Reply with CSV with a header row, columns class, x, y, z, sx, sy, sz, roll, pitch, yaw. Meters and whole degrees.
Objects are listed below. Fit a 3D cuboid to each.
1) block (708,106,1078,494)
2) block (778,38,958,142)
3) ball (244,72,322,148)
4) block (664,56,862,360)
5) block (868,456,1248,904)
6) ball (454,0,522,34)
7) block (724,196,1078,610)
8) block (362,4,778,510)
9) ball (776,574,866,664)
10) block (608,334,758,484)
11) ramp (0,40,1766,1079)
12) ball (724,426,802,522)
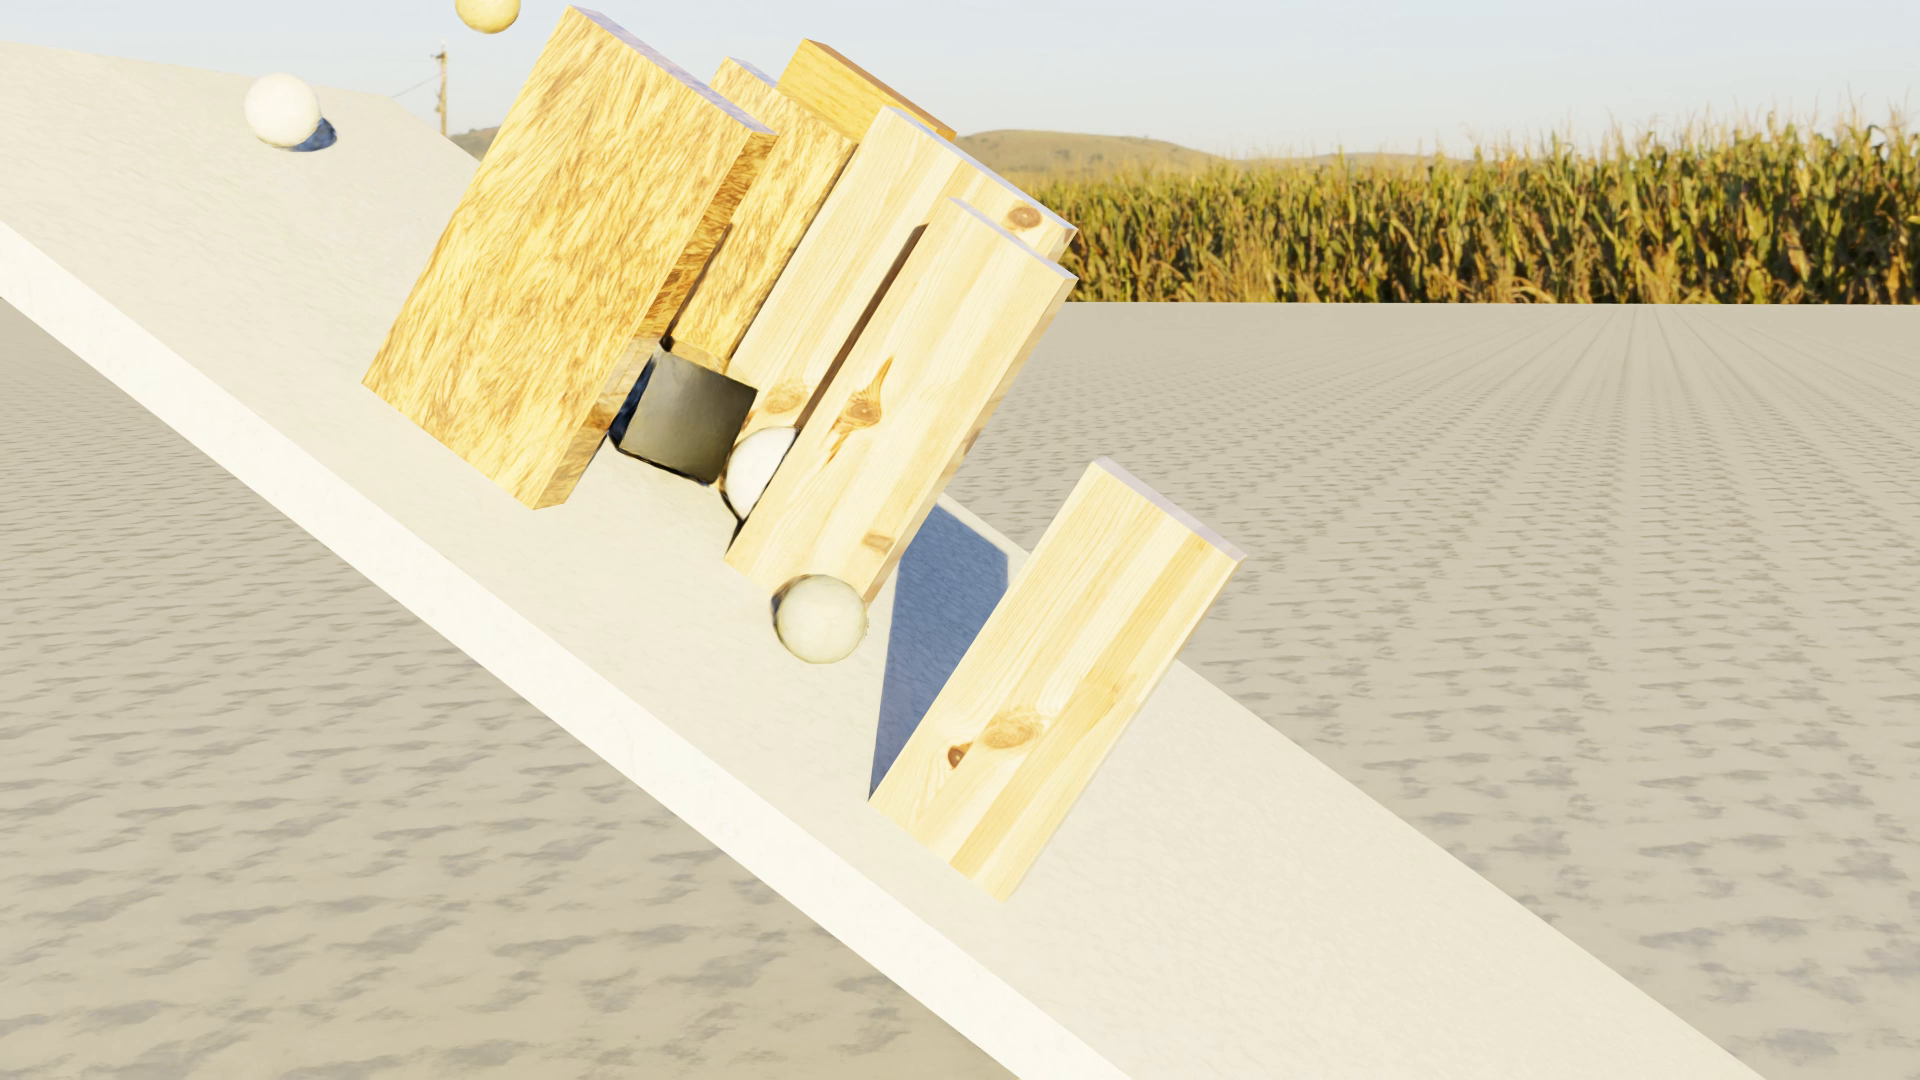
class,x,y,z,sx,sy,sz,roll,pitch,yaw
block,-0.166,-0.364,4.119,0.409,0.781,0.101,36,15,10
block,-0.360,-0.677,4.804,0.357,0.730,0.142,36,15,10
ball,-1.381,-0.878,4.483,0.152,0.152,0.152,0,7,0
block,-0.496,-0.624,4.525,0.320,0.647,0.111,36,15,10
block,0.139,0.209,3.242,0.253,0.626,0.087,36,15,10
ball,-0.887,-1.013,4.130,0.124,0.124,0.124,0,7,0
block,-0.108,-0.203,3.791,0.247,0.751,0.093,36,15,10
block,-0.638,-0.450,3.561,0.369,0.716,0.114,36,15,10
ball,-0.230,0.133,3.654,0.150,0.150,0.150,0,7,0
block,-0.514,-0.248,4.021,0.192,0.192,0.192,22,10,-25
ramp,-0.125,0.212,4.099,4.000,0.100,2.000,36,15,10
ball,-0.332,-0.110,4.022,0.197,0.197,0.197,0,7,0
